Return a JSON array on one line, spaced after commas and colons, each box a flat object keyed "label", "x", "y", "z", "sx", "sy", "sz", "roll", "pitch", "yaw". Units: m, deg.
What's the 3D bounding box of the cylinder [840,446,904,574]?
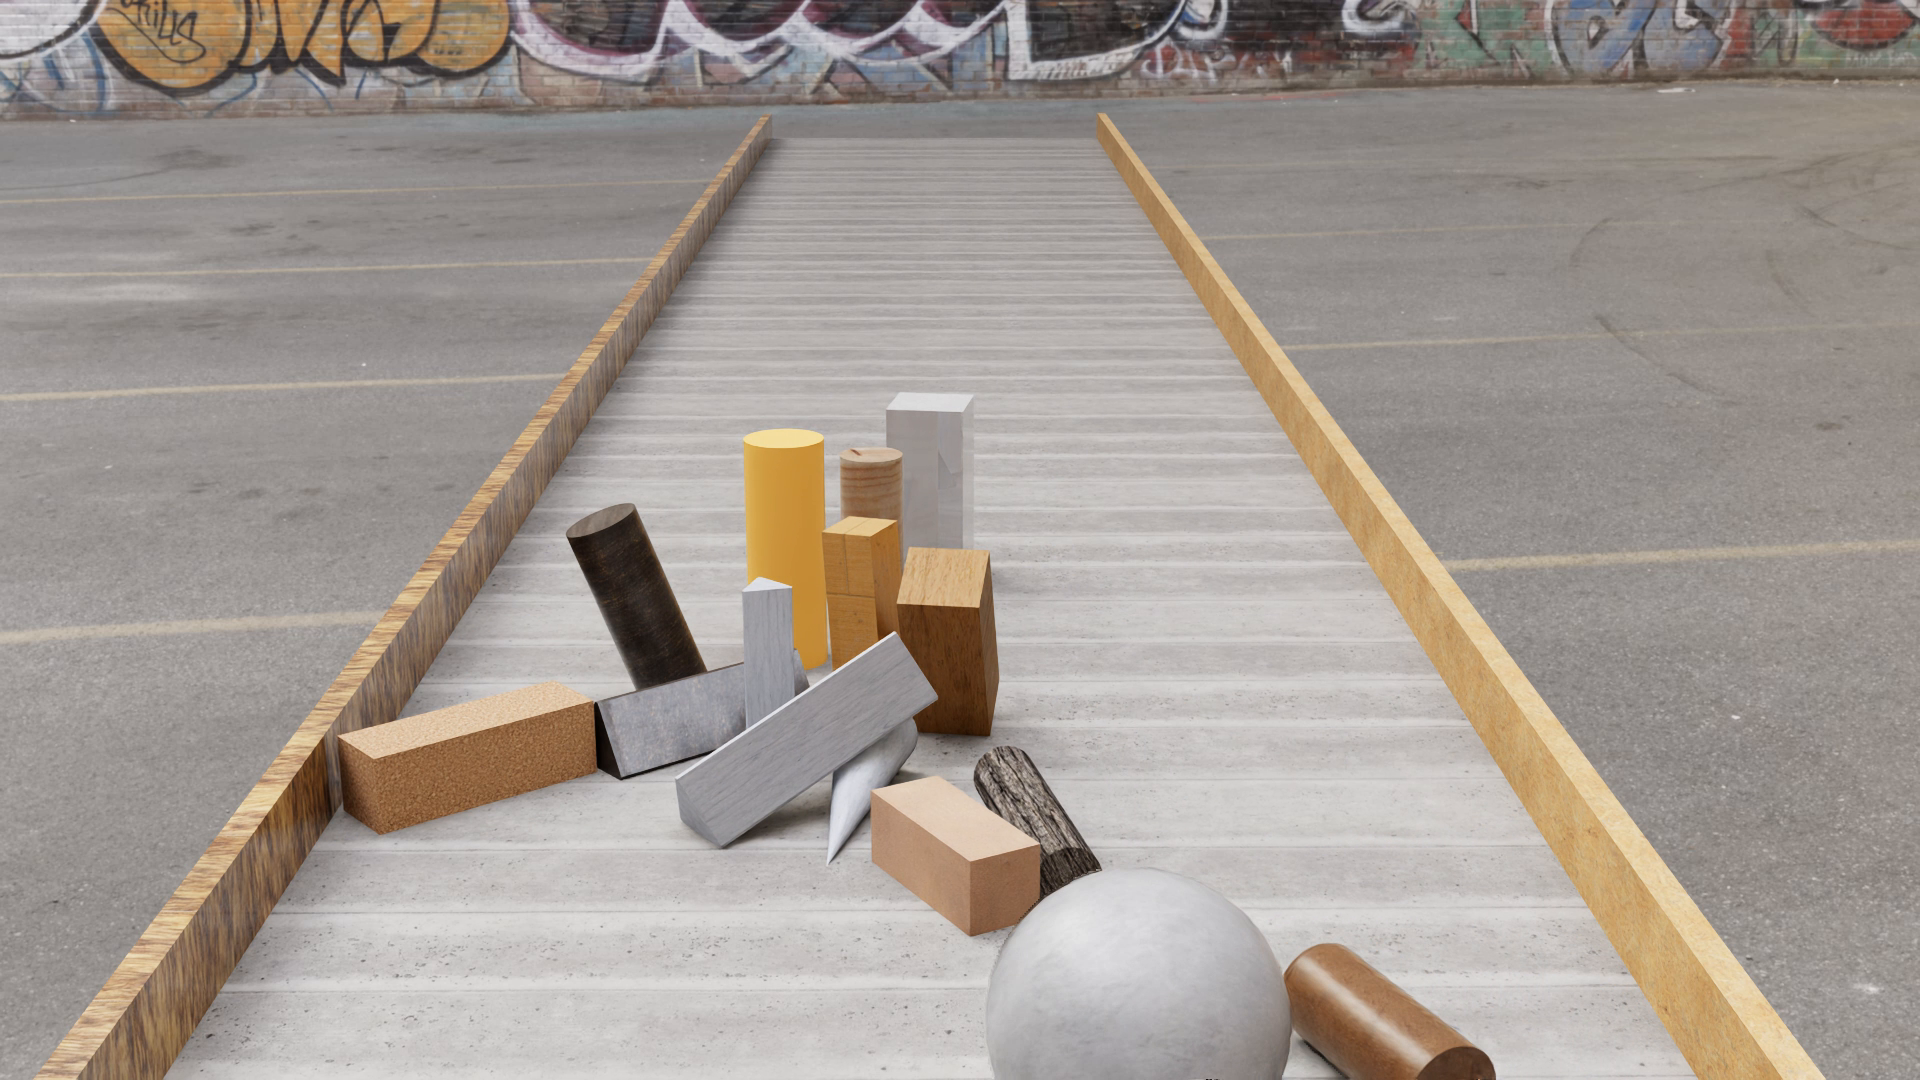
[{"label": "cylinder", "x": -0.185, "y": -0.006, "z": 4.620, "sx": 0.131, "sy": 0.358, "sz": 0.131, "roll": 0, "pitch": 17, "yaw": 0}]

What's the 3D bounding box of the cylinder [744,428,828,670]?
[{"label": "cylinder", "x": -0.344, "y": 0.020, "z": 4.360, "sx": 0.157, "sy": 0.456, "sz": 0.157, "roll": 0, "pitch": 17, "yaw": 0}]

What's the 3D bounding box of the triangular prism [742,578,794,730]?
[{"label": "triangular prism", "x": -0.347, "y": 0.225, "z": 3.924, "sx": 0.088, "sy": 0.311, "sz": 0.076, "roll": -5, "pitch": 17, "yaw": -15}]

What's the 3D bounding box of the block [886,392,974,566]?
[{"label": "block", "x": -0.065, "y": -0.112, "z": 4.903, "sx": 0.169, "sy": 0.400, "sz": 0.169, "roll": 2, "pitch": 17, "yaw": 8}]

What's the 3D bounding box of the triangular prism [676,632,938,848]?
[{"label": "triangular prism", "x": -0.267, "y": 0.318, "z": 3.666, "sx": 0.457, "sy": 0.116, "sz": 0.134, "roll": -33, "pitch": 30, "yaw": -25}]

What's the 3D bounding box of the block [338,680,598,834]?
[{"label": "block", "x": -0.837, "y": 0.367, "z": 3.759, "sx": 0.412, "sy": 0.134, "sz": 0.134, "roll": -14, "pitch": 21, "yaw": -38}]

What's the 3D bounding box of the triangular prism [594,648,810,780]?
[{"label": "triangular prism", "x": -0.470, "y": 0.301, "z": 3.988, "sx": 0.433, "sy": 0.123, "sz": 0.142, "roll": -14, "pitch": 21, "yaw": -39}]

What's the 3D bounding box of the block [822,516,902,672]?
[{"label": "block", "x": -0.172, "y": 0.151, "z": 4.060, "sx": 0.102, "sy": 0.368, "sz": 0.102, "roll": 5, "pitch": 19, "yaw": 27}]

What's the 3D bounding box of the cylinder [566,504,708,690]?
[{"label": "cylinder", "x": -0.598, "y": 0.127, "z": 4.106, "sx": 0.138, "sy": 0.371, "sz": 0.138, "roll": -19, "pitch": 19, "yaw": 7}]

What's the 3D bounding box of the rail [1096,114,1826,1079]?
[{"label": "rail", "x": 0.932, "y": -0.844, "z": 7.801, "sx": 0.050, "sy": 0.150, "sz": 12.000, "roll": 0, "pitch": 17, "yaw": -1}]

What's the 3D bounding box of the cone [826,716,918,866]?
[{"label": "cone", "x": -0.178, "y": 0.427, "z": 3.666, "sx": 0.146, "sy": 0.146, "sz": 0.411, "roll": 3, "pitch": 27, "yaw": 9}]

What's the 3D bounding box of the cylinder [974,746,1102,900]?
[{"label": "cylinder", "x": 0.119, "y": 0.454, "z": 3.515, "sx": 0.105, "sy": 0.105, "sz": 0.418, "roll": -4, "pitch": 17, "yaw": -12}]

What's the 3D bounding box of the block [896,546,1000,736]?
[{"label": "block", "x": -0.018, "y": 0.186, "z": 3.971, "sx": 0.145, "sy": 0.330, "sz": 0.145, "roll": 2, "pitch": 43, "yaw": 8}]

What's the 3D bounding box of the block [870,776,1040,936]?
[{"label": "block", "x": -0.011, "y": 0.482, "z": 3.391, "sx": 0.122, "sy": 0.122, "sz": 0.307, "roll": -10, "pitch": 19, "yaw": -29}]

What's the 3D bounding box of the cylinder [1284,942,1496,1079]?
[{"label": "cylinder", "x": 0.544, "y": 0.643, "z": 2.833, "sx": 0.132, "sy": 0.132, "sz": 0.300, "roll": -7, "pitch": 18, "yaw": -22}]

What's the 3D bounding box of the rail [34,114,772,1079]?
[{"label": "rail", "x": -1.118, "y": -0.838, "z": 7.780, "sx": 0.050, "sy": 0.150, "sz": 12.000, "roll": 0, "pitch": 17, "yaw": -1}]

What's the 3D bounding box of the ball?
[{"label": "ball", "x": 0.213, "y": 0.578, "z": 2.640, "sx": 0.367, "sy": 0.367, "sz": 0.367, "roll": 0, "pitch": 17, "yaw": 0}]
